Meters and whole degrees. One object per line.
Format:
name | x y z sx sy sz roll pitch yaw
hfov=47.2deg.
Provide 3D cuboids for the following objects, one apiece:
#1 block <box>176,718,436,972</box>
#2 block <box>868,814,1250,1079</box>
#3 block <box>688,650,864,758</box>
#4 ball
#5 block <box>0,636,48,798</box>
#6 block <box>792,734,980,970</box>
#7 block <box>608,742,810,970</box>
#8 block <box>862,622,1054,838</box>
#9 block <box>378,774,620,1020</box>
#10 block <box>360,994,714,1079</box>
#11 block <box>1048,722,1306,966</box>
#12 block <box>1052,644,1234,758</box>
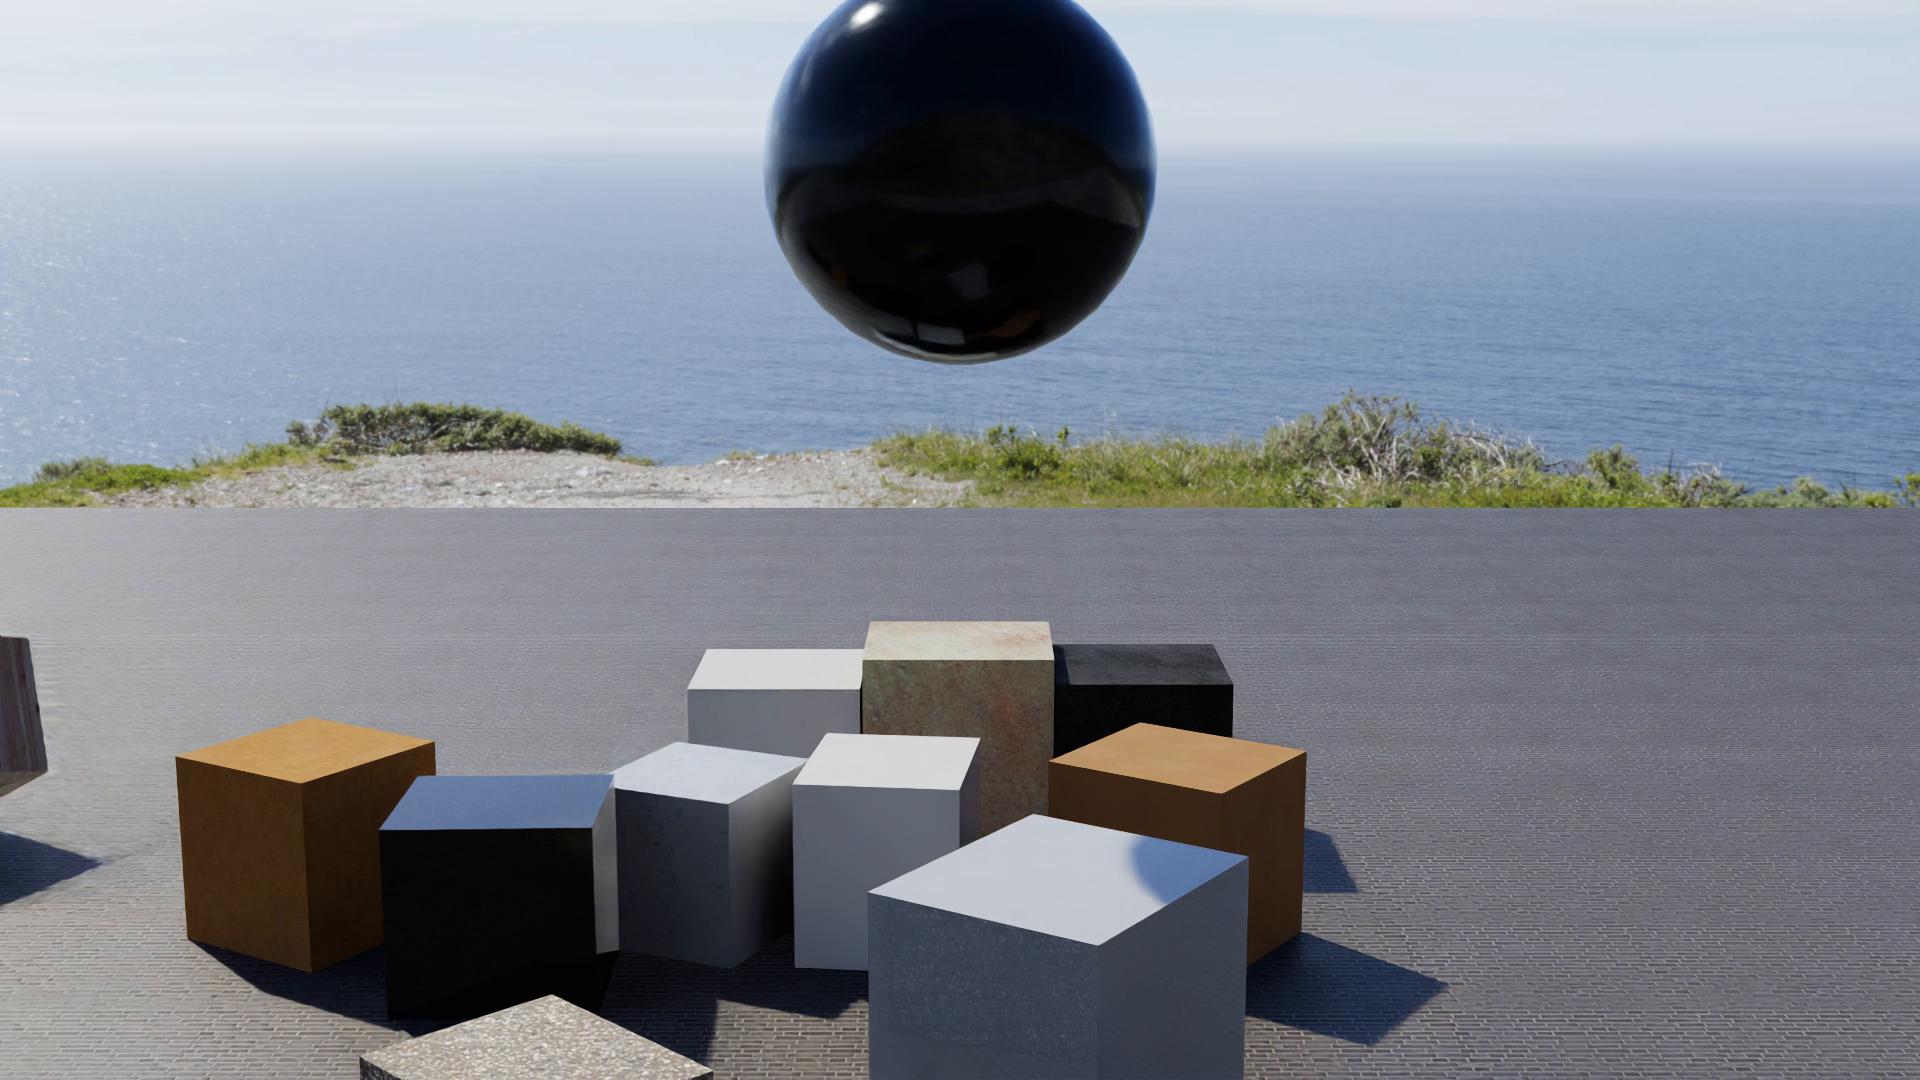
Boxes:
block | -2.903 1.340 9.845 0.793 0.840 0.775 6 12 31
block | 0.361 1.647 7.801 0.914 0.967 1.069 7 12 33
block | -0.924 1.067 11.391 0.856 0.825 0.870 0 10 0
ball | 0.000 -1.510 8.901 1.600 1.600 1.600 0 10 0
block | -5.227 0.948 11.132 0.770 0.725 0.748 -25 -19 29
block | -0.308 1.371 9.742 0.713 0.818 0.819 1 10 7
block | -1.152 1.392 9.847 0.717 0.738 0.749 5 11 24
block | -0.006 0.993 11.382 0.950 0.975 0.878 0 10 0
block | -1.904 1.478 9.206 0.845 0.799 0.751 0 10 -2
block | -1.274 1.951 6.662 0.694 0.778 0.836 -10 14 -44
block | 0.960 1.361 9.732 0.851 0.839 0.789 7 12 34
block | 0.914 1.055 11.376 0.875 0.854 0.883 0 10 0
